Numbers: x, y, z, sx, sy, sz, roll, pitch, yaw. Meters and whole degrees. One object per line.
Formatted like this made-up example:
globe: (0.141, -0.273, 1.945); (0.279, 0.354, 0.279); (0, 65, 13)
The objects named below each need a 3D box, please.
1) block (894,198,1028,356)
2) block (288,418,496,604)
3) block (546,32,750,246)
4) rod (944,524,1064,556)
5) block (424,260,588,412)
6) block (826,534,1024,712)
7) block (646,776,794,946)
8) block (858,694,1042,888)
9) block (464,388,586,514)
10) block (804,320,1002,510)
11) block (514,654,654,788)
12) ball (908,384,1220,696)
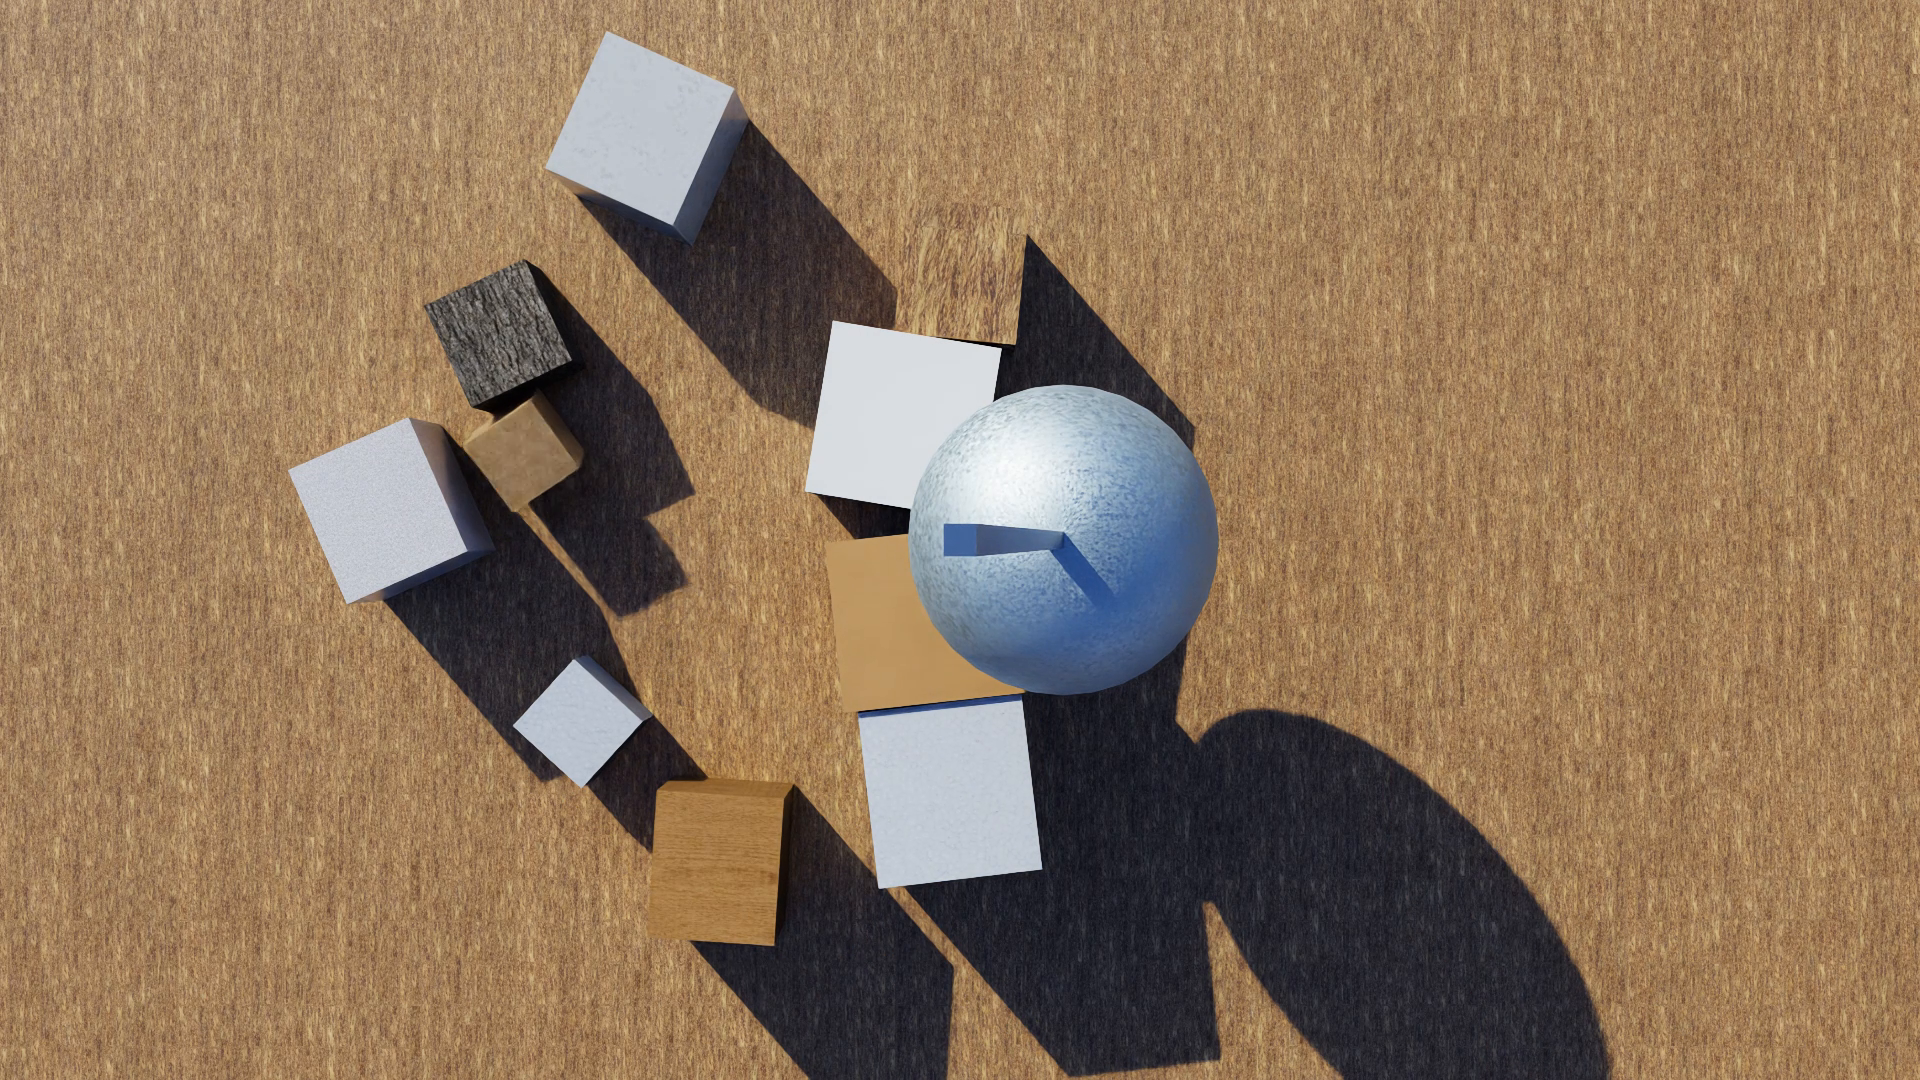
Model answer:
block: (0.009, -1.488, 12.588); (0.677, 0.824, 0.750); (6, 90, 0)
block: (-3.239, -0.163, 12.616); (0.732, 0.769, 0.815); (-24, 90, 0)
block: (-1.765, -2.269, 12.557); (0.771, 0.885, 0.829); (24, 90, 0)
rod: (0.229, 0.000, 7.931); (0.080, 5.200, 0.080); (0, 90, 5)
block: (-2.623, -1.174, 12.737); (0.631, 0.526, 0.636); (-25, 90, 0)
block: (-0.186, 0.427, 12.539); (1.014, 0.922, 0.938); (-6, 90, 0)
block: (-1.360, 1.824, 12.614); (0.709, 0.773, 0.820); (4, 90, 0)
block: (-0.055, 1.383, 12.553); (0.907, 0.893, 0.974); (-7, 90, 0)
block: (-2.510, -0.523, 12.710); (0.464, 0.455, 0.470); (-34, 104, 3)
block: (-0.311, -0.658, 12.523); (0.936, 0.954, 0.947); (9, 90, 0)
block: (-2.177, 1.047, 12.762); (0.528, 0.476, 0.516); (42, 90, 0)
ball: (0.529, 0.000, 11.318); (1.600, 1.600, 1.600); (0, 90, 0)
